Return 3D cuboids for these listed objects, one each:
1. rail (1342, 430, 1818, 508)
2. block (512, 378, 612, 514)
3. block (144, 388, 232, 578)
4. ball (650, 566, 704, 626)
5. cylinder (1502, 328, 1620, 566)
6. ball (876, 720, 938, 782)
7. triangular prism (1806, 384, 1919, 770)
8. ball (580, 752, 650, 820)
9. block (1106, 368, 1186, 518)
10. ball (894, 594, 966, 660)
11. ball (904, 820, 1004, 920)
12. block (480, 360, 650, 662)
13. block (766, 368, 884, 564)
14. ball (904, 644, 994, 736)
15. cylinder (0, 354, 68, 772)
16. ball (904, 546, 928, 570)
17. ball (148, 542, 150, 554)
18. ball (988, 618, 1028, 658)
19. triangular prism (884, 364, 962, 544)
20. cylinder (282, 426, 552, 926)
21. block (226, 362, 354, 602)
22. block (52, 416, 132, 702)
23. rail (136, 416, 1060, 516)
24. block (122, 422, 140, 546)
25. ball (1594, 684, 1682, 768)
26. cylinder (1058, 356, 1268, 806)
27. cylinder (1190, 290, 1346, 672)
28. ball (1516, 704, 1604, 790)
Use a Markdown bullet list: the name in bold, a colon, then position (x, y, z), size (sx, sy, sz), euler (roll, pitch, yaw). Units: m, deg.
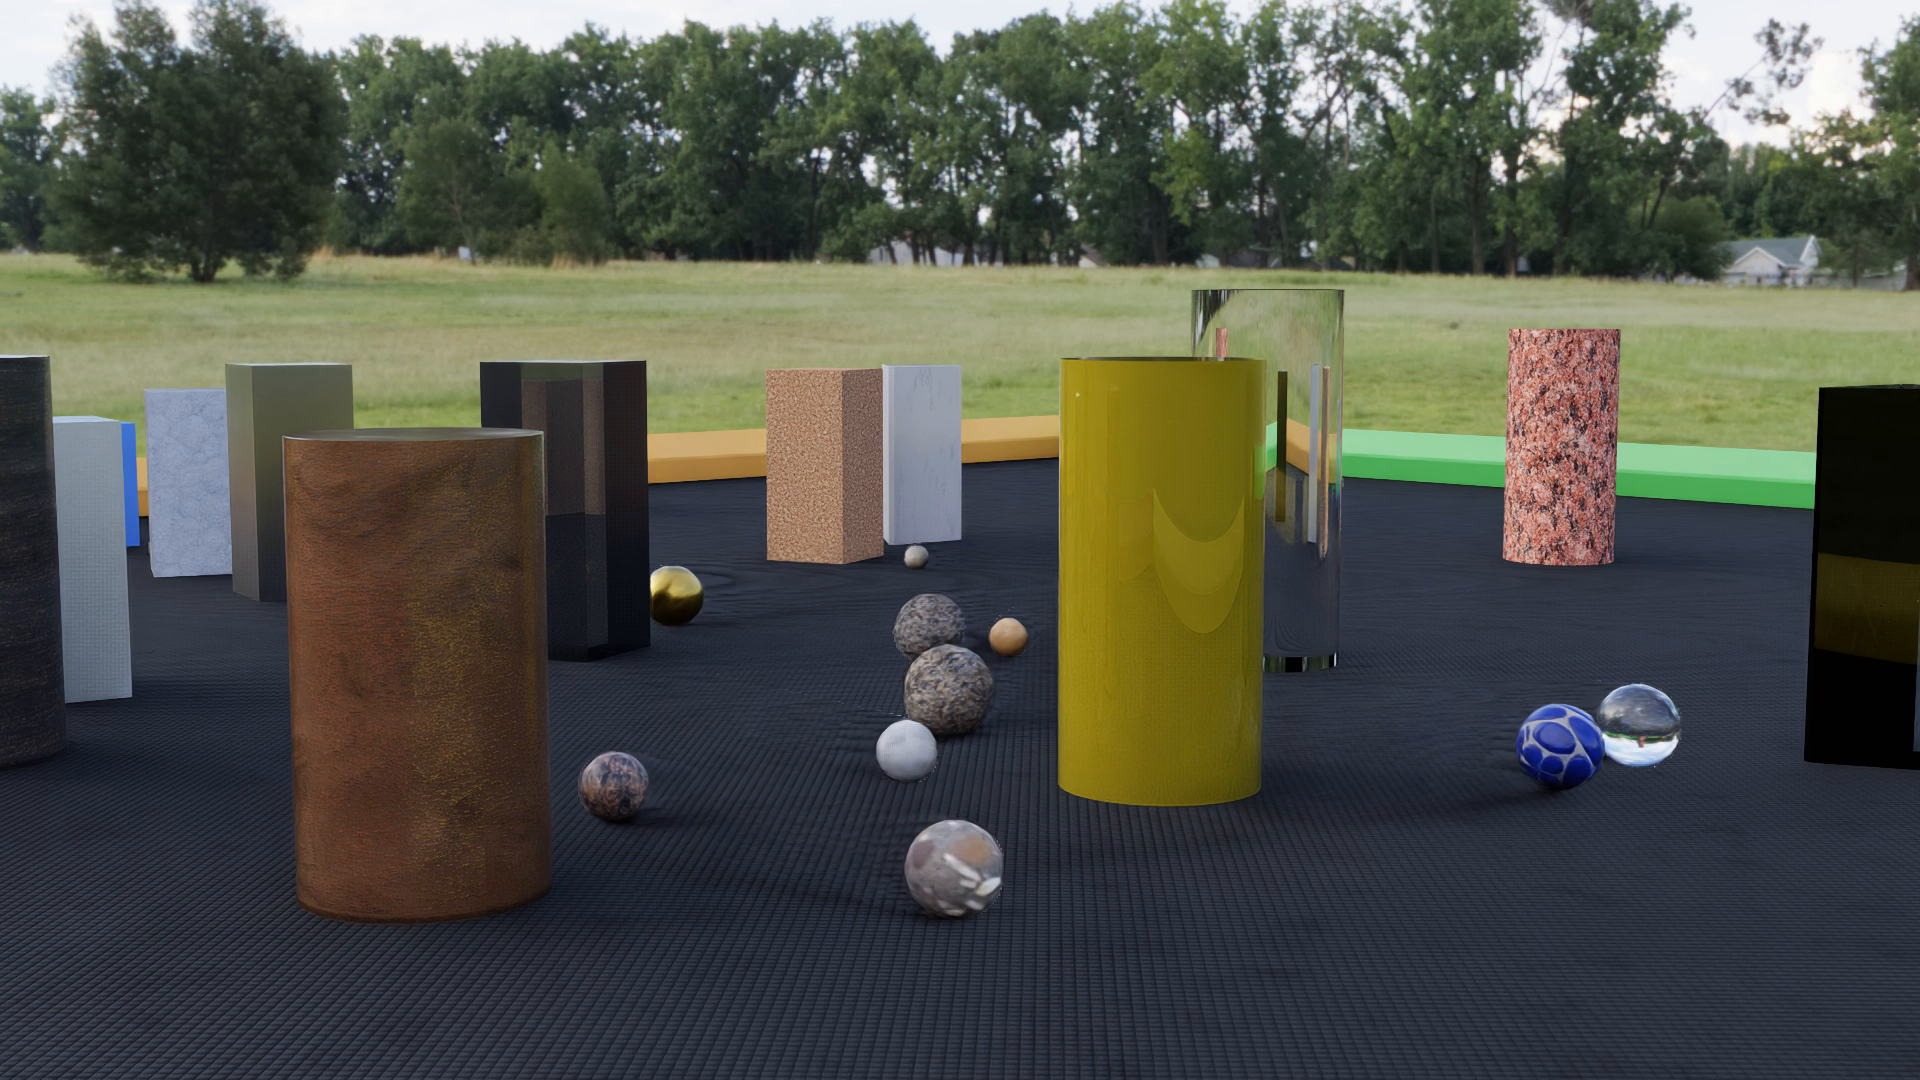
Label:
- **rail**: position (1.790, -0.141, 4.975), size (0.045, 0.124, 4.426), euler (-6, 8, -42)
- **block**: position (-0.883, -0.212, 4.880), size (0.153, 0.288, 0.153), euler (4, 7, 33)
- **block**: position (-1.296, -0.101, 3.735), size (0.153, 0.307, 0.153), euler (-2, 6, -22)
- **ball**: position (-0.403, 0.078, 3.085), size (0.086, 0.086, 0.086), euler (0, 6, 0)
- **cylinder**: position (1.065, -0.169, 3.894), size (0.191, 0.408, 0.191), euler (0, 6, 0)
- **ball**: position (-0.050, 0.199, 2.074), size (0.058, 0.058, 0.058), euler (0, 6, 0)
- **triangular prism**: position (0.936, 0.032, 2.184), size (0.165, 0.368, 0.143), euler (2, 6, 21)
- **ball**: position (-0.301, 0.215, 1.919), size (0.060, 0.060, 0.060), euler (0, 6, 0)
- **block**: position (0.401, -0.211, 4.746), size (0.153, 0.314, 0.153), euler (0, 6, -1)
- **ball**: position (-0.037, 0.111, 2.763), size (0.089, 0.089, 0.089), euler (0, 6, 0)
- **ball**: position (-0.004, 0.241, 1.609), size (0.072, 0.072, 0.072), euler (0, 6, 0)
- **block**: position (-0.509, -0.043, 2.850), size (0.153, 0.377, 0.153), euler (3, 7, 23)
- **block**: position (-0.240, -0.136, 3.921), size (0.153, 0.337, 0.153), euler (3, 7, 25)
- **ball**: position (-0.012, 0.157, 2.295), size (0.095, 0.095, 0.095), euler (0, 6, 0)
- **cylinder**: position (-0.991, 0.019, 2.166), size (0.191, 0.397, 0.191), euler (0, 6, 0)
- **ball**: position (-0.074, 0.029, 3.759), size (0.042, 0.042, 0.042), euler (0, 6, 0)
- **ball**: position (-1.413, 0.013, 3.892), size (0.046, 0.046, 0.046), euler (0, 6, 0)
- **ball**: position (0.062, 0.125, 2.815), size (0.050, 0.050, 0.050), euler (0, 6, 0)
- **triangular prism**: position (-0.106, -0.169, 4.236), size (0.165, 0.336, 0.143), euler (-4, 8, -37)
- **cylinder**: position (-0.409, 0.095, 1.668), size (0.191, 0.351, 0.191), euler (0, 6, 0)
- **block**: position (-1.042, -0.095, 3.430), size (0.153, 0.358, 0.153), euler (-4, 7, -33)
- **block**: position (-1.057, 0.020, 2.534), size (0.153, 0.317, 0.153), euler (-4, 7, -32)
- **rail**: position (-1.485, -0.136, 4.932), size (4.918, 0.124, 0.045), euler (-6, 8, -42)
- **block**: position (-1.649, -0.106, 4.142), size (0.153, 0.230, 0.153), euler (-4, 7, -35)
- **ball**: position (0.659, 0.181, 2.139), size (0.081, 0.081, 0.081), euler (0, 6, 0)
- **cylinder**: position (0.187, 0.031, 2.046), size (0.191, 0.398, 0.191), euler (0, 6, 0)
- **cylinder**: position (0.383, -0.079, 2.764), size (0.191, 0.467, 0.191), euler (0, 6, 0)
- **ball**: position (0.557, 0.192, 2.040), size (0.080, 0.080, 0.080), euler (0, 6, 0)
